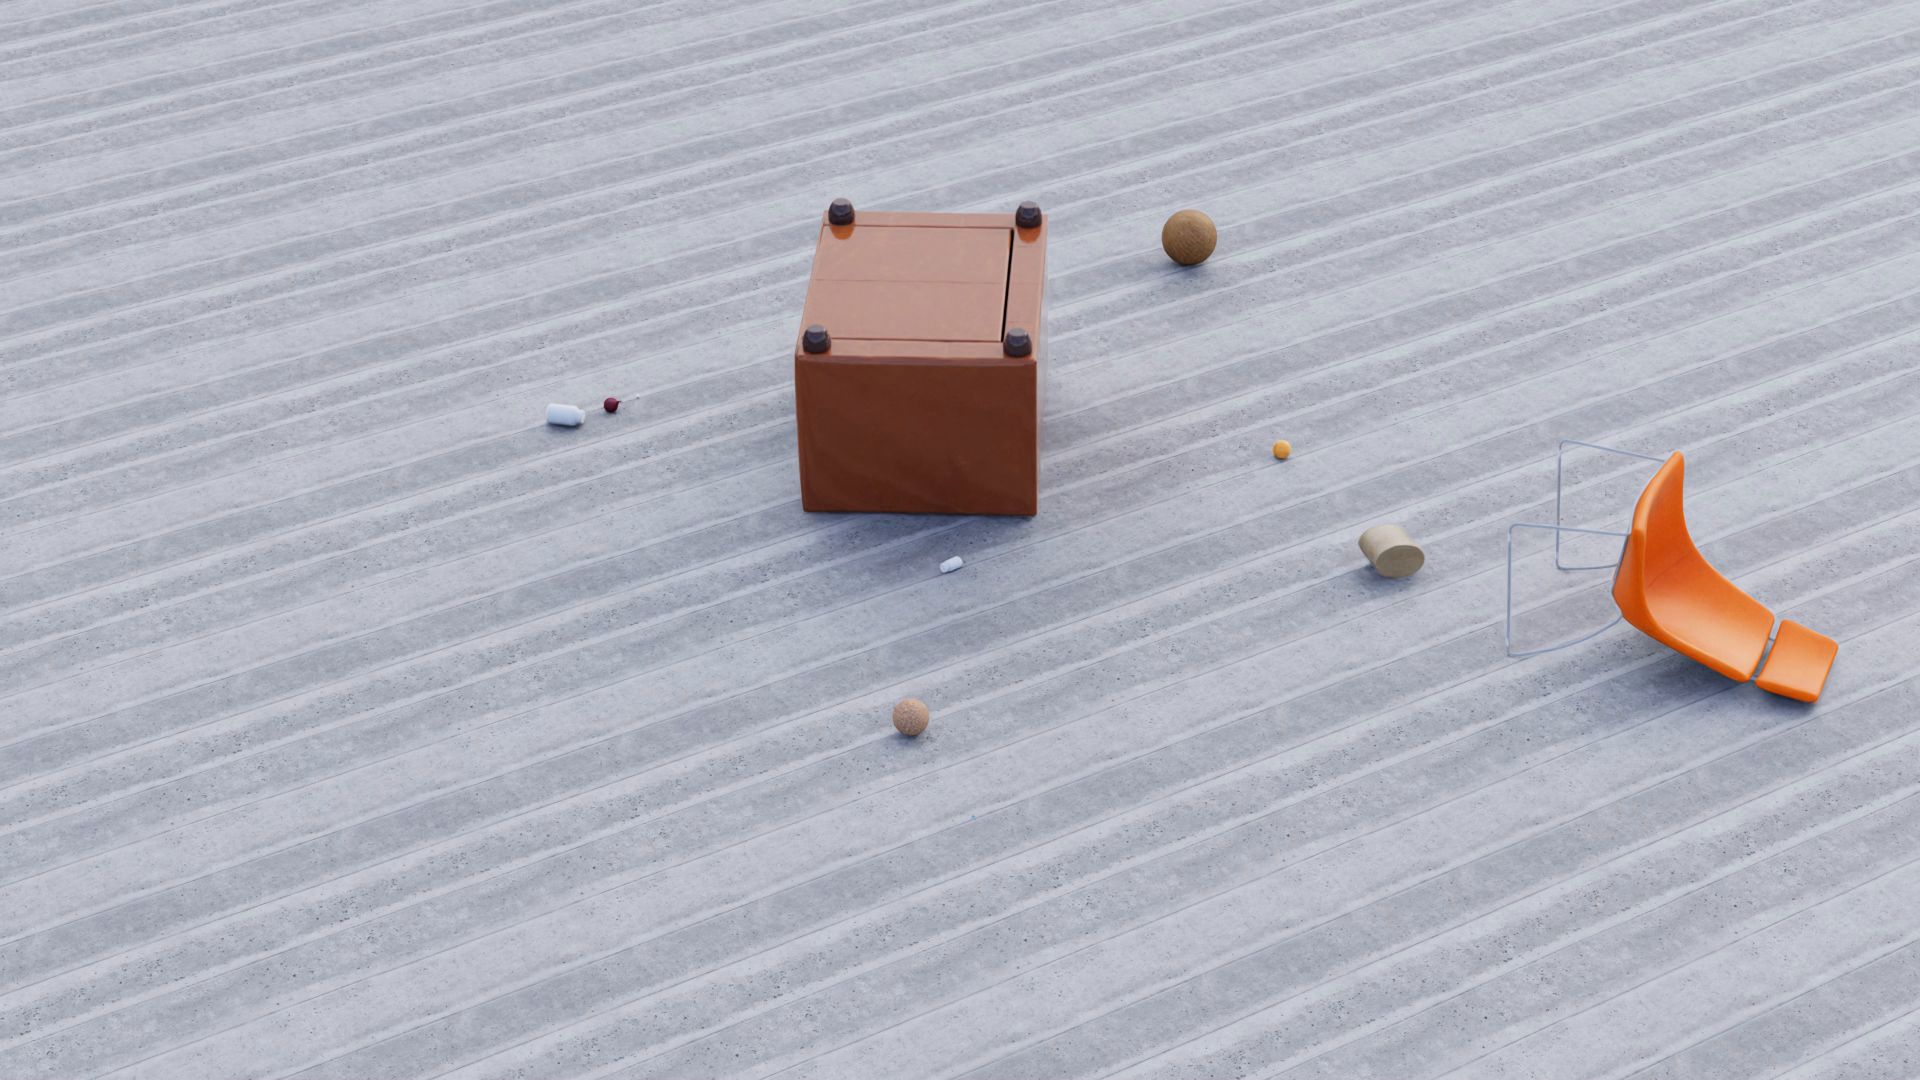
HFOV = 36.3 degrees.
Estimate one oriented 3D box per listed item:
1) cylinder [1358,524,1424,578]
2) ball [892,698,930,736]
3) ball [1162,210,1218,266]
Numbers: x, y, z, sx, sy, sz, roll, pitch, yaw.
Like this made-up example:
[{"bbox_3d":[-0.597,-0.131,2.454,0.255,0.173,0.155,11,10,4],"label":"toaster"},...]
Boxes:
[{"bbox_3d":[1.581,0.041,10.747,0.205,0.143,0.144,4,30,-25],"label":"cylinder"},{"bbox_3d":[-0.166,0.599,9.921,0.126,0.126,0.126,0,33,0],"label":"ball"},{"bbox_3d":[0.994,-1.313,12.717,0.242,0.242,0.242,0,33,0],"label":"ball"}]
